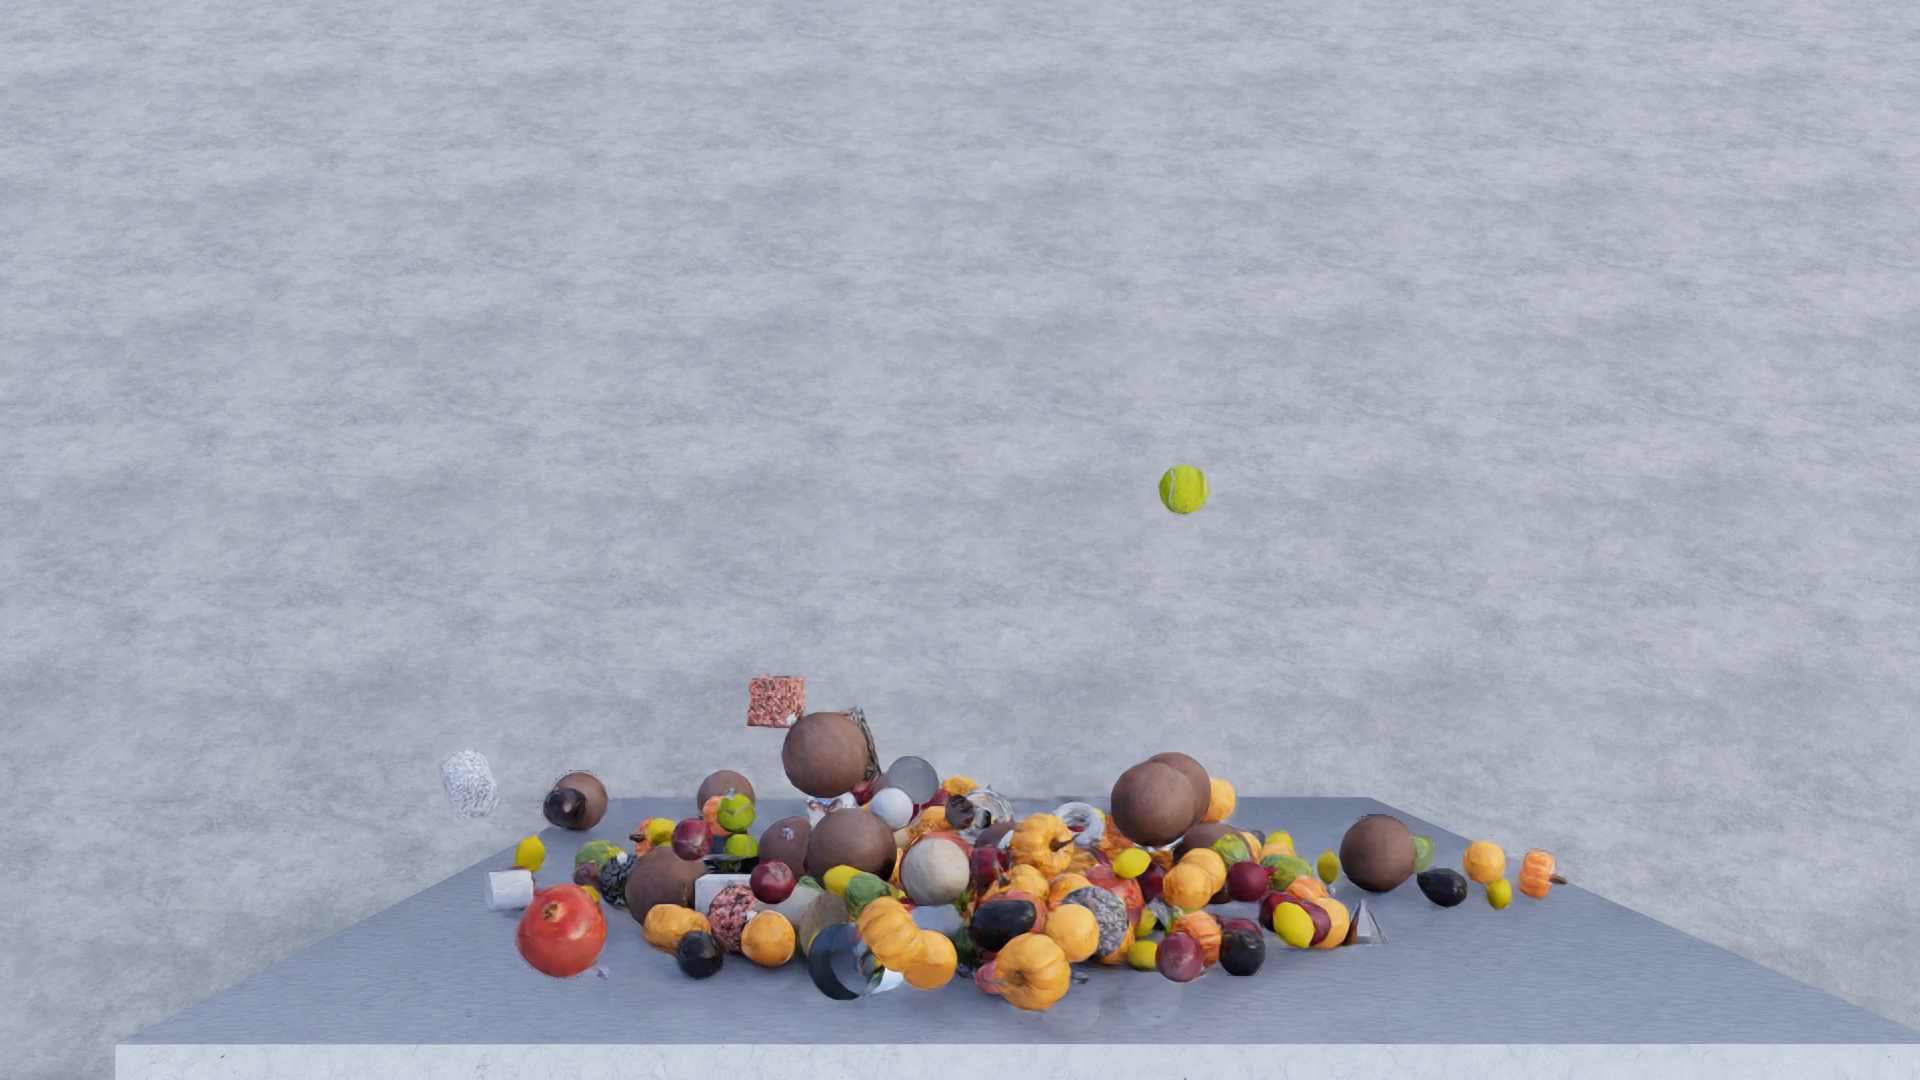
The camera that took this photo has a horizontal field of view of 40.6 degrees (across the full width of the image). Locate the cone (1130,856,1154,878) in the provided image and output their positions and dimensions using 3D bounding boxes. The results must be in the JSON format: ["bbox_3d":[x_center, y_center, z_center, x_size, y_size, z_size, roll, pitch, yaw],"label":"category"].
[{"bbox_3d":[0.329,0.609,4.703,0.092,0.092,0.092,-2,31,1],"label":"cone"}]

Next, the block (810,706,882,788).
[{"bbox_3d":[-0.184,0.337,4.199,0.086,0.086,0.086,-17,50,-1],"label":"block"}]

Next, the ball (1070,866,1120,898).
[{"bbox_3d":[0.210,0.549,4.055,0.080,0.080,0.080,0,35,0],"label":"ball"}]

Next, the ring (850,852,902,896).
[{"bbox_3d":[-0.125,0.563,4.379,0.126,0.042,0.126,20,8,-3],"label":"ring"}]

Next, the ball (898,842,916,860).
[{"bbox_3d":[-0.087,0.582,4.738,0.058,0.058,0.058,0,35,0],"label":"ball"}]

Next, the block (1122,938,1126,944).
[{"bbox_3d":[0.206,0.576,3.746,0.059,0.059,0.059,-2,34,-1],"label":"block"}]

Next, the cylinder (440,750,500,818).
[{"bbox_3d":[-0.941,0.470,4.987,0.094,0.094,0.094,-12,35,-17],"label":"cylinder"}]

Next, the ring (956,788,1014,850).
[{"bbox_3d":[0.040,0.479,4.460,0.107,0.036,0.107,5,70,-13],"label":"ring"}]

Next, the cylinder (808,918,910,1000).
[{"bbox_3d":[-0.124,0.516,3.202,0.093,0.093,0.093,20,7,26],"label":"cylinder"}]

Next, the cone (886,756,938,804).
[{"bbox_3d":[-0.093,0.438,4.539,0.093,0.093,0.093,7,61,-12],"label":"cone"}]

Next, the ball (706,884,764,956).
[{"bbox_3d":[-0.302,0.526,3.600,0.098,0.098,0.098,0,35,0],"label":"ball"}]

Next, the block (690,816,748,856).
[{"bbox_3d":[-0.468,0.580,5.041,0.081,0.081,0.081,-1,-2,30],"label":"block"}]

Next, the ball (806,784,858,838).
[{"bbox_3d":[-0.196,0.416,3.997,0.081,0.081,0.081,0,35,0],"label":"ball"}]

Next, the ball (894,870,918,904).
[{"bbox_3d":[-0.075,0.562,4.241,0.066,0.066,0.066,0,35,0],"label":"ball"}]

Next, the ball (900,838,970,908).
[{"bbox_3d":[-0.032,0.434,3.389,0.091,0.091,0.091,0,35,0],"label":"ball"}]

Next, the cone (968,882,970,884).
[{"bbox_3d":[-0.012,0.578,4.591,0.057,0.057,0.057,0,-2,0],"label":"cone"}]

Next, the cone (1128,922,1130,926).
[{"bbox_3d":[0.178,0.511,3.434,0.065,0.065,0.065,31,67,37],"label":"cone"}]

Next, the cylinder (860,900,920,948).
[{"bbox_3d":[-0.095,0.518,3.493,0.058,0.058,0.058,2,32,29],"label":"cylinder"}]

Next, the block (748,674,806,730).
[{"bbox_3d":[-0.301,0.265,4.261,0.075,0.075,0.075,4,4,11],"label":"block"}]

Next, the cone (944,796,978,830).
[{"bbox_3d":[0.016,0.459,4.416,0.060,0.060,0.060,24,17,30],"label":"cone"}]

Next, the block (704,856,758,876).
[{"bbox_3d":[-0.384,0.567,4.362,0.064,0.064,0.064,1,-2,-40],"label":"block"}]

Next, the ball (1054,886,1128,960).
[{"bbox_3d":[0.171,0.497,3.374,0.095,0.095,0.095,0,35,0],"label":"ball"}]

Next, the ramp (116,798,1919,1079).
[{"bbox_3d":[0.077,0.664,4.834,2.000,0.100,4.000,0,-2,0],"label":"ramp"}]

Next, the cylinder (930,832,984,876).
[{"bbox_3d":[-0.007,0.569,4.720,0.080,0.080,0.080,2,33,-21],"label":"cylinder"}]

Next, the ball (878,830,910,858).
[{"bbox_3d":[-0.112,0.516,4.432,0.054,0.054,0.054,0,35,0],"label":"ball"}]

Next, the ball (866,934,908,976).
[{"bbox_3d":[-0.096,0.541,3.383,0.054,0.054,0.054,0,35,0],"label":"ball"}]

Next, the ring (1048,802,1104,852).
[{"bbox_3d":[0.192,0.471,4.269,0.093,0.031,0.093,2,47,-2],"label":"ring"}]

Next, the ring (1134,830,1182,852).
[{"bbox_3d":[0.308,0.466,4.030,0.077,0.026,0.077,-5,1,0],"label":"ring"}]

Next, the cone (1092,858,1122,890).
[{"bbox_3d":[0.259,0.589,4.476,0.061,0.061,0.061,-24,40,-30],"label":"cone"}]

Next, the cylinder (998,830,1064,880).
[{"bbox_3d":[0.100,0.444,3.660,0.066,0.066,0.066,2,28,43],"label":"cylinder"}]

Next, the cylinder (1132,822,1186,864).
[{"bbox_3d":[0.379,0.579,4.961,0.076,0.076,0.076,-3,27,39],"label":"cylinder"}]

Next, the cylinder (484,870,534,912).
[{"bbox_3d":[-0.707,0.550,4.068,0.063,0.063,0.063,-2,34,-22],"label":"cylinder"}]

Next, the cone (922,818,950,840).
[{"bbox_3d":[-0.018,0.571,4.855,0.097,0.097,0.097,6,35,-6],"label":"cone"}]

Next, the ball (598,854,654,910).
[{"bbox_3d":[-0.535,0.548,4.162,0.090,0.090,0.090,0,35,0],"label":"ball"}]

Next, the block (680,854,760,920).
[{"bbox_3d":[-0.375,0.542,4.053,0.094,0.094,0.094,-1,-2,19],"label":"block"}]

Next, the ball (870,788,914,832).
[{"bbox_3d":[-0.107,0.419,4.037,0.068,0.068,0.068,0,35,0],"label":"ball"}]

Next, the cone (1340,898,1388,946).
[{"bbox_3d":[0.572,0.540,3.684,0.067,0.067,0.067,-1,-9,0],"label":"cone"}]

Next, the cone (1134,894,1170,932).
[{"bbox_3d":[0.295,0.541,3.839,0.054,0.054,0.054,25,60,31],"label":"cone"}]

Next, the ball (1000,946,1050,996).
[{"bbox_3d":[0.080,0.532,3.211,0.061,0.061,0.061,0,35,0],"label":"ball"}]

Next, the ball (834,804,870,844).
[{"bbox_3d":[-0.194,0.489,4.487,0.073,0.073,0.073,0,35,0],"label":"ball"}]

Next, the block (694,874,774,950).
[{"bbox_3d":[-0.320,0.529,3.700,0.097,0.097,0.097,0,-2,5],"label":"block"}]
